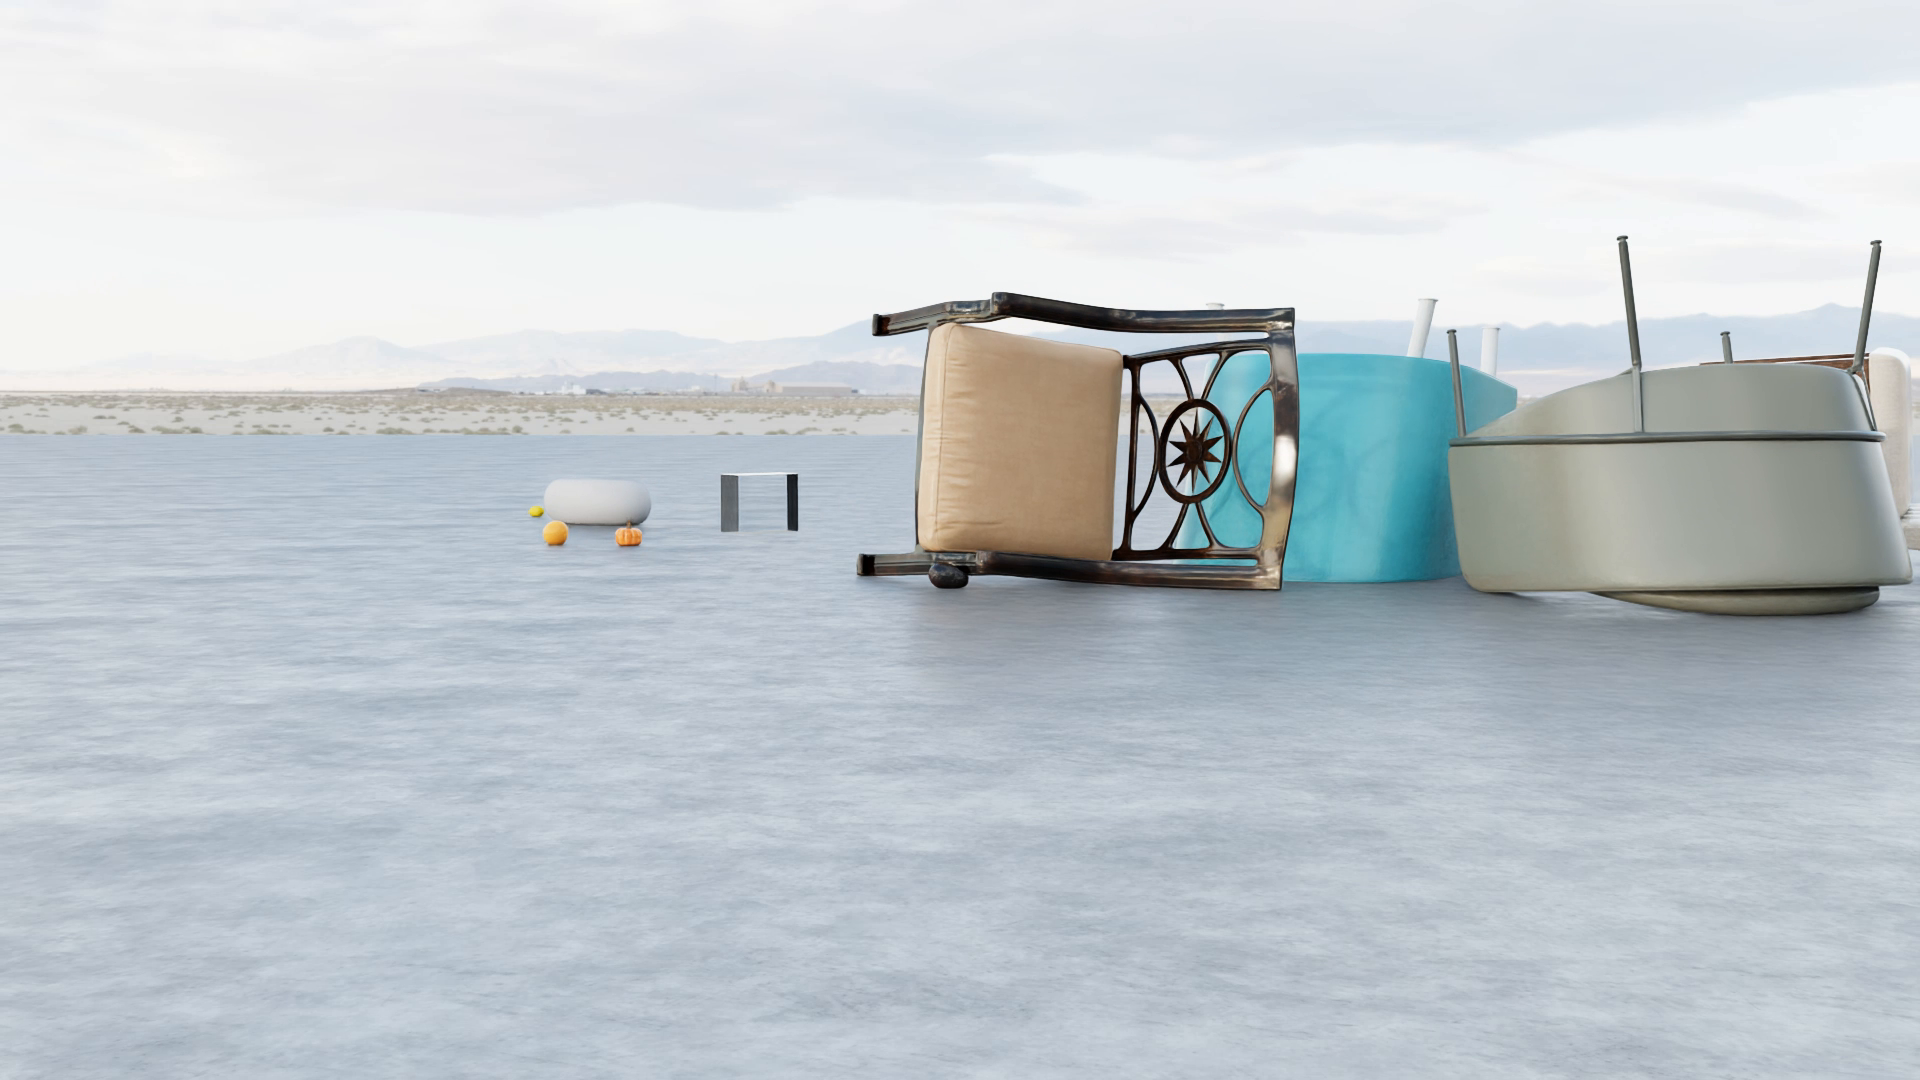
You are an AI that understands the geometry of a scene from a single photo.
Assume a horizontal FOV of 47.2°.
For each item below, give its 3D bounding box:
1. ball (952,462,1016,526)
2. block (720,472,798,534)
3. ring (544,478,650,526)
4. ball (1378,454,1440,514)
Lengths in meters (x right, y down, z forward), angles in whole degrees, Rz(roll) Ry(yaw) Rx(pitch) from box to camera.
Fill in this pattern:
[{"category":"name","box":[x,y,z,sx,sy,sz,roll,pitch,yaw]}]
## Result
[{"category":"ball","box":[0.078,-0.151,7.180,0.214,0.214,0.214,0,4,0]},{"category":"block","box":[-0.631,-0.117,6.920,0.217,0.182,0.111,-3,5,-36]},{"category":"ring","box":[-1.212,-0.127,7.348,0.432,0.147,0.215,3,3,31]},{"category":"ball","box":[1.614,-0.202,7.894,0.218,0.218,0.218,0,4,0]}]
